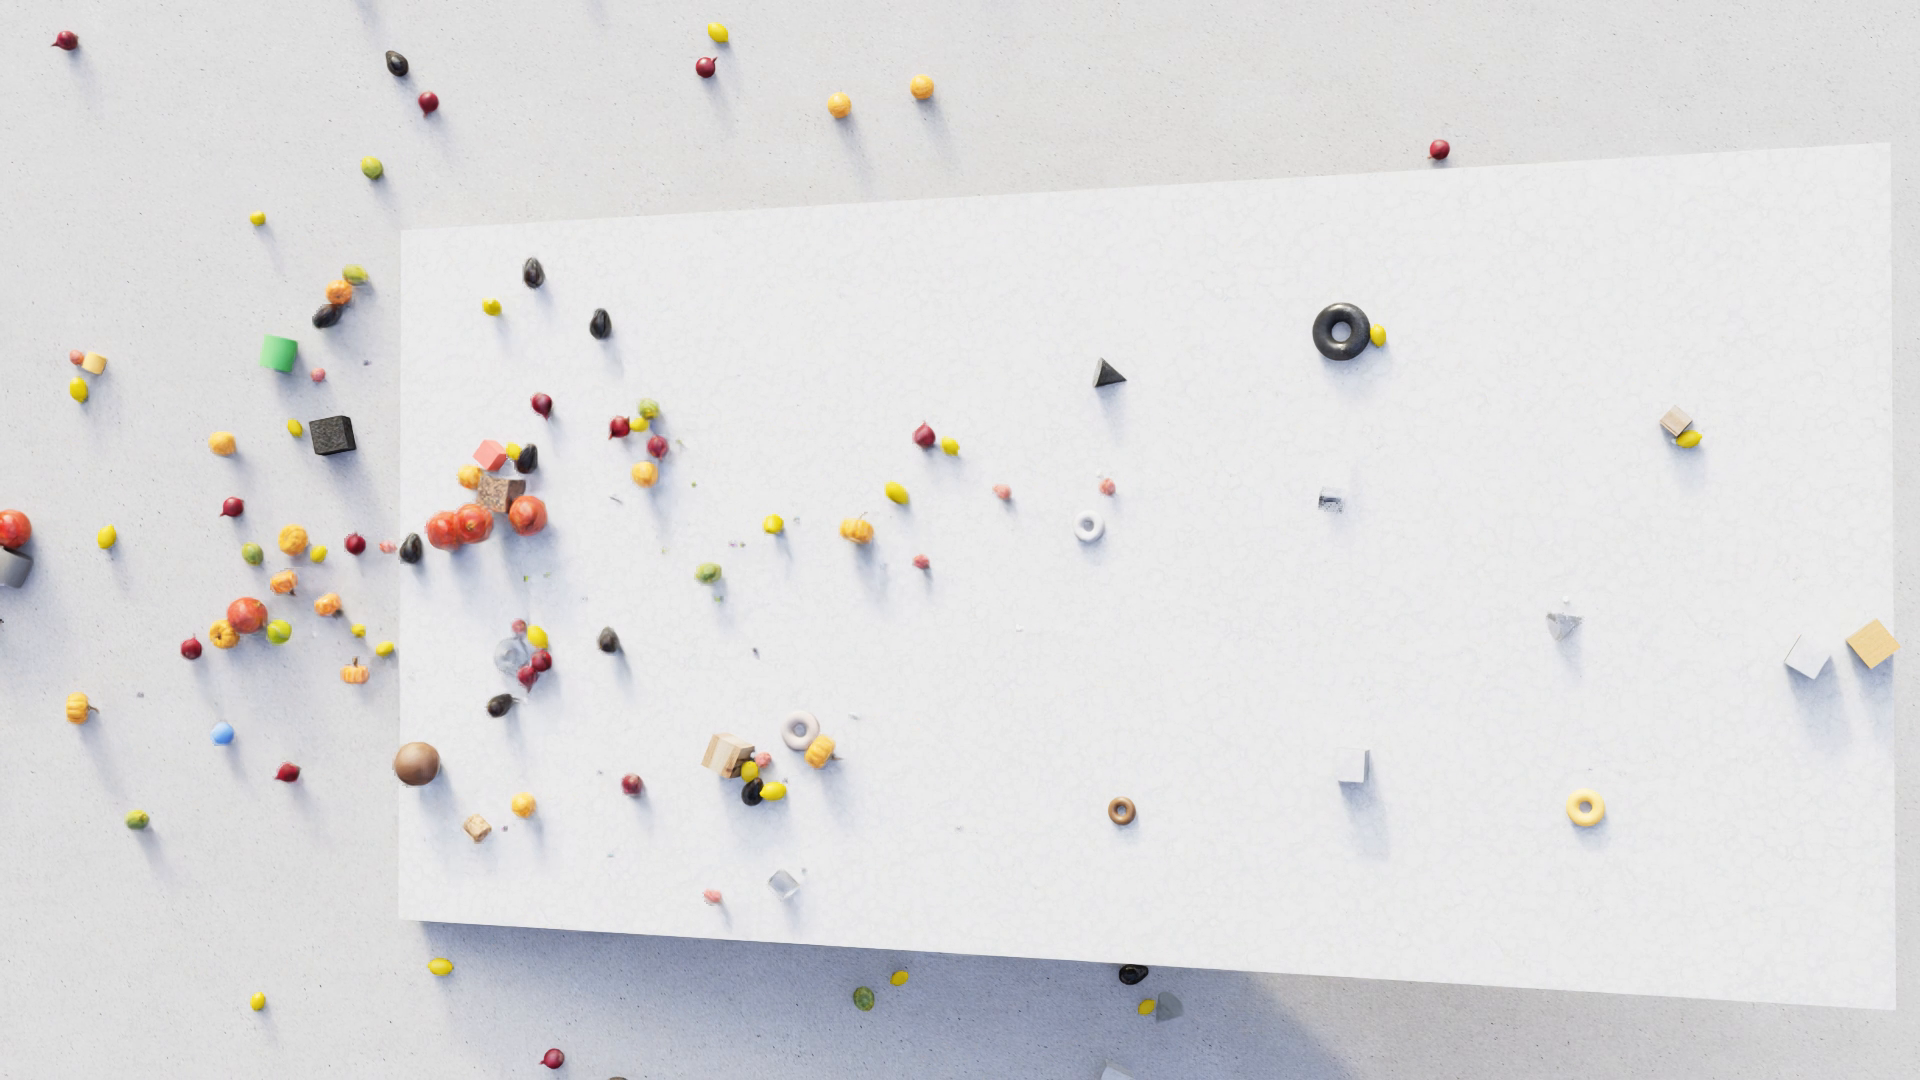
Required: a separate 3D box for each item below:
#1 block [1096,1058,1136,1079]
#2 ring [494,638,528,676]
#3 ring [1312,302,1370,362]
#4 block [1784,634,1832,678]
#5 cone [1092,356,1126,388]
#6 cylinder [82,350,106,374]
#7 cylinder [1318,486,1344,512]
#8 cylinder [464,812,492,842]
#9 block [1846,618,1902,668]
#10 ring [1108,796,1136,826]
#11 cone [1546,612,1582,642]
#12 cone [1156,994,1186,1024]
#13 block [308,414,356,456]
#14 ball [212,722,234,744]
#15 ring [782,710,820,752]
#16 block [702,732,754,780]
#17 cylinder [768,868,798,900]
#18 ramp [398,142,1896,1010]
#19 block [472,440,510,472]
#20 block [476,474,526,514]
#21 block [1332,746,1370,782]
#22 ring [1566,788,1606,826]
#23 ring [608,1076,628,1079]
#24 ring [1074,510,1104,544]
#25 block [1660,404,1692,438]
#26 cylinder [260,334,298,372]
[{"bbox_3d":[0.447,1.584,6.413,0.092,0.092,0.092,25,89,0],"label":"block"},{"bbox_3d":[-1.275,0.330,6.240,0.108,0.036,0.108,0,90,18],"label":"ring"},{"bbox_3d":[0.949,-0.518,5.470,0.147,0.049,0.147,0,89,21],"label":"ring"},{"bbox_3d":[1.962,0.270,5.092,0.075,0.075,0.075,32,99,17],"label":"block"},{"bbox_3d":[0.393,-0.422,5.668,0.083,0.083,0.083,14,89,-8],"label":"cone"},{"bbox_3d":[-2.544,-0.522,6.461,0.052,0.052,0.052,24,89,0],"label":"cylinder"},{"bbox_3d":[0.924,-0.102,5.470,0.054,0.054,0.054,11,89,19],"label":"cylinder"},{"bbox_3d":[-1.373,0.818,6.255,0.059,0.059,0.059,-40,66,-1],"label":"cylinder"},{"bbox_3d":[2.093,0.237,5.043,0.082,0.082,0.082,-40,77,14],"label":"block"},{"bbox_3d":[0.416,0.696,5.652,0.075,0.025,0.075,0,90,21],"label":"ring"},{"bbox_3d":[1.464,0.199,5.288,0.076,0.076,0.076,-17,89,-9],"label":"cone"},{"bbox_3d":[0.599,1.390,6.442,0.087,0.087,0.087,33,116,0],"label":"cone"},{"bbox_3d":[-1.836,-0.305,6.436,0.097,0.097,0.097,-12,89,0],"label":"block"},{"bbox_3d":[-2.158,0.566,6.440,0.065,0.065,0.065,0,89,0],"label":"ball"},{"bbox_3d":[-0.431,0.515,5.943,0.112,0.037,0.112,1,92,17],"label":"ring"},{"bbox_3d":[-0.631,0.586,5.983,0.091,0.091,0.091,25,97,18],"label":"block"},{"bbox_3d":[-0.478,0.929,5.941,0.060,0.060,0.060,43,89,14],"label":"cylinder"},{"bbox_3d":[0.279,0.091,5.774,4.000,0.100,2.000,0,89,19],"label":"ramp"},{"bbox_3d":[-1.333,-0.241,6.254,0.062,0.062,0.062,42,102,15],"label":"block"},{"bbox_3d":[-1.299,-0.129,6.224,0.094,0.094,0.094,9,92,19],"label":"block"},{"bbox_3d":[0.966,0.554,5.434,0.077,0.077,0.077,3,90,19],"label":"block"},{"bbox_3d":[1.500,0.641,5.272,0.092,0.031,0.092,0,90,21],"label":"ring"},{"bbox_3d":[-1.002,1.632,6.438,0.121,0.040,0.121,0,88,1],"label":"ring"},{"bbox_3d":[0.334,-0.035,5.688,0.086,0.029,0.086,-1,88,20],"label":"ring"},{"bbox_3d":[1.694,-0.281,5.204,0.054,0.054,0.054,44,103,15],"label":"block"},{"bbox_3d":[-1.995,-0.546,6.441,0.093,0.093,0.093,13,89,0],"label":"cylinder"}]
